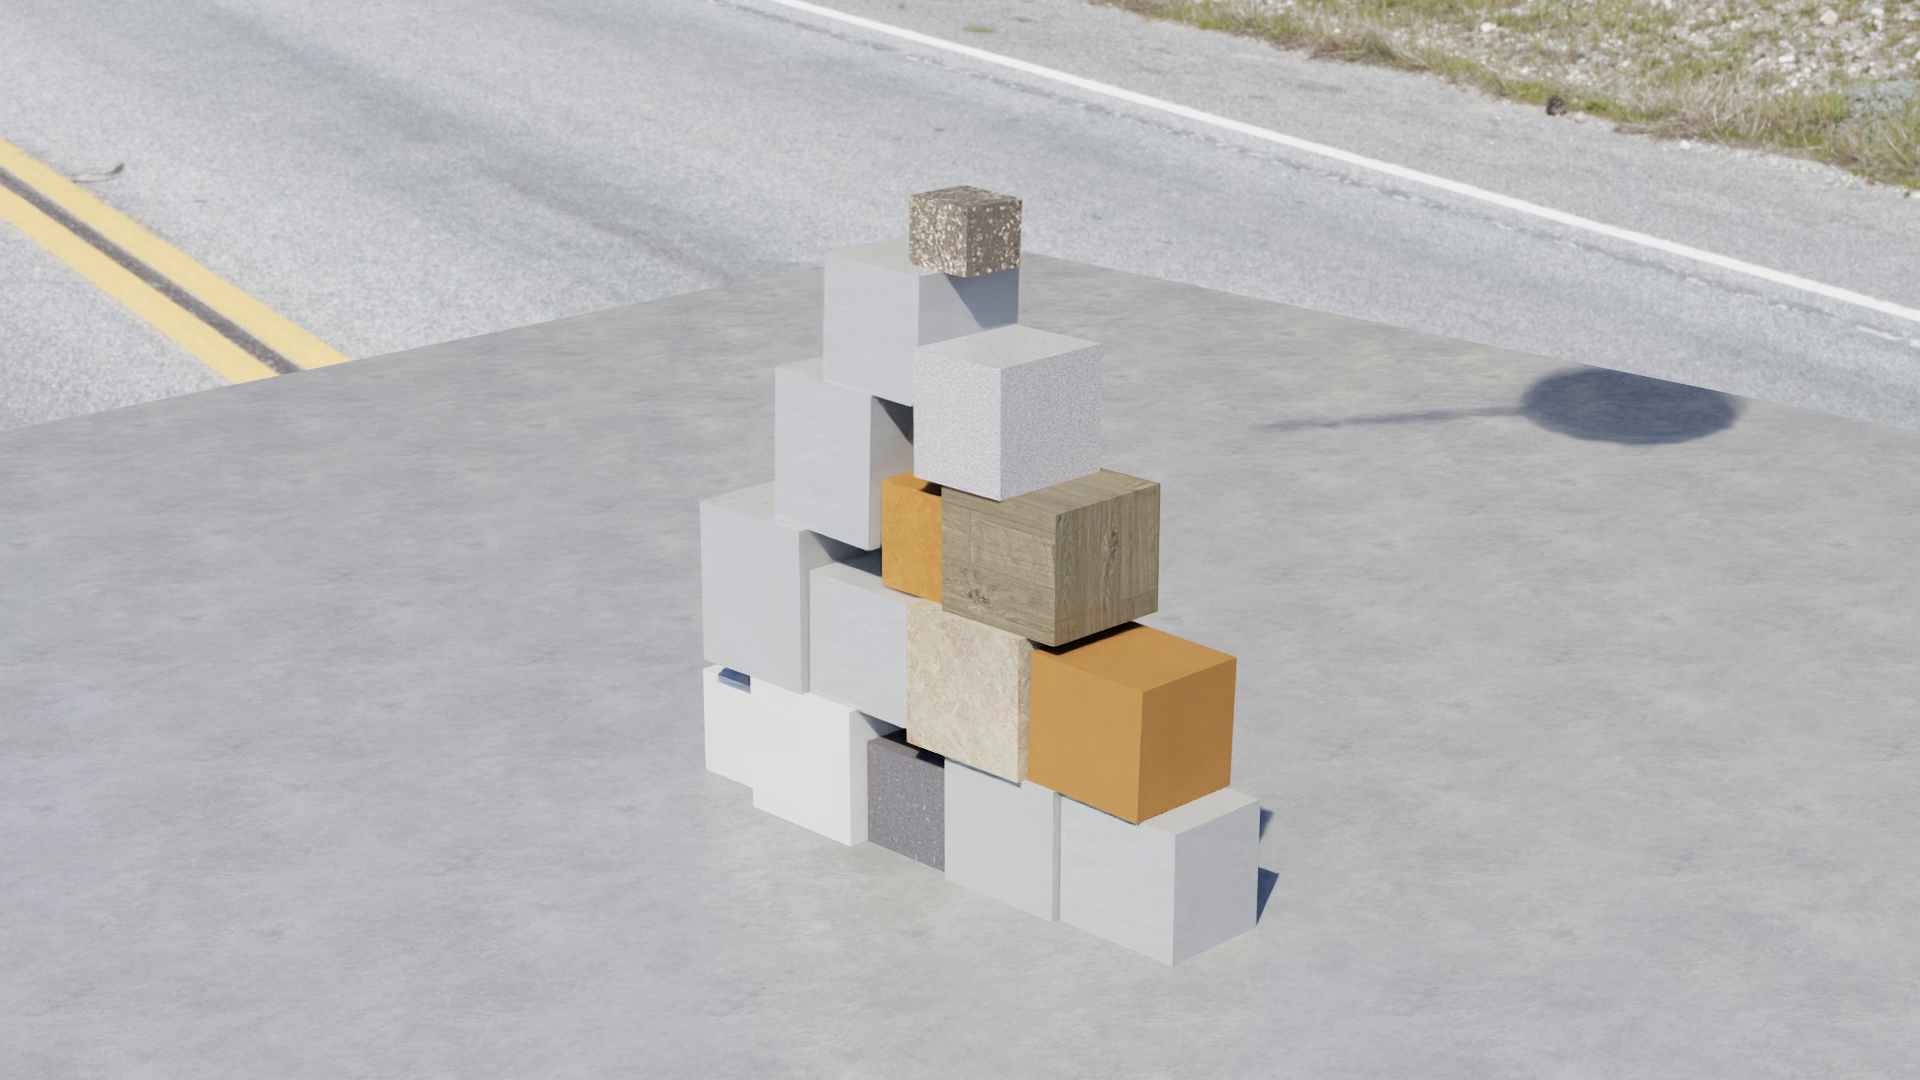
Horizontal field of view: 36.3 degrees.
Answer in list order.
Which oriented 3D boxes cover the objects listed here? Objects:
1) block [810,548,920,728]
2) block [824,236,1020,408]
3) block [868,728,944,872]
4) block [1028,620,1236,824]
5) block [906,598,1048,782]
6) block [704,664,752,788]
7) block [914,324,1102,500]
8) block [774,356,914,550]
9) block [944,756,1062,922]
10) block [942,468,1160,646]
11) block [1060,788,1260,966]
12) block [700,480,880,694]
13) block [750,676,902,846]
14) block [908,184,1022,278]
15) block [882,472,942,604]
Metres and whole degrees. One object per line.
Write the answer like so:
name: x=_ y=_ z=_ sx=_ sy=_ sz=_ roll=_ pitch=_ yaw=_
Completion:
block: x=-0.232 y=0.434 z=13.706 sx=0.655 sy=0.607 sz=0.670 roll=-17 pitch=25 yaw=-42
block: x=-0.177 y=-1.000 z=13.213 sx=0.629 sy=0.593 sz=0.605 roll=-17 pitch=26 yaw=-42
block: x=-0.051 y=1.182 z=13.744 sx=0.526 sy=0.503 sz=0.554 roll=-17 pitch=24 yaw=-42
block: x=0.749 y=0.781 z=12.794 sx=0.613 sy=0.603 sz=0.643 roll=-17 pitch=26 yaw=-42
block: x=0.256 y=0.601 z=13.249 sx=0.710 sy=0.665 sz=0.699 roll=-17 pitch=24 yaw=-42
block: x=-0.912 y=0.896 z=14.606 sx=0.498 sy=0.532 sz=0.524 roll=-17 pitch=24 yaw=-42
block: x=0.210 y=-0.570 z=12.913 sx=0.638 sy=0.585 sz=0.531 roll=-17 pitch=24 yaw=-42
block: x=-0.392 y=-0.446 z=13.624 sx=0.679 sy=0.731 sz=0.637 roll=-17 pitch=26 yaw=-42
block: x=0.398 y=1.255 z=13.314 sx=0.649 sy=0.622 sz=0.671 roll=-17 pitch=24 yaw=-42
block: x=0.399 y=0.033 z=12.958 sx=0.671 sy=0.592 sz=0.689 roll=-17 pitch=24 yaw=-42
block: x=0.874 y=1.405 z=12.860 sx=0.560 sy=0.608 sz=0.658 roll=-17 pitch=24 yaw=-42
block: x=-0.720 y=0.188 z=14.159 sx=0.777 sy=0.804 sz=0.705 roll=-17 pitch=24 yaw=-42
block: x=-0.502 y=0.968 z=14.142 sx=0.726 sy=0.674 sz=0.692 roll=-17 pitch=24 yaw=-42
block: x=0.023 y=-1.360 z=12.890 sx=0.339 sy=0.306 sz=0.357 roll=-17 pitch=26 yaw=-42
block: x=-0.030 y=-0.038 z=13.337 sx=0.478 sy=0.500 sz=0.440 roll=-17 pitch=24 yaw=-42
